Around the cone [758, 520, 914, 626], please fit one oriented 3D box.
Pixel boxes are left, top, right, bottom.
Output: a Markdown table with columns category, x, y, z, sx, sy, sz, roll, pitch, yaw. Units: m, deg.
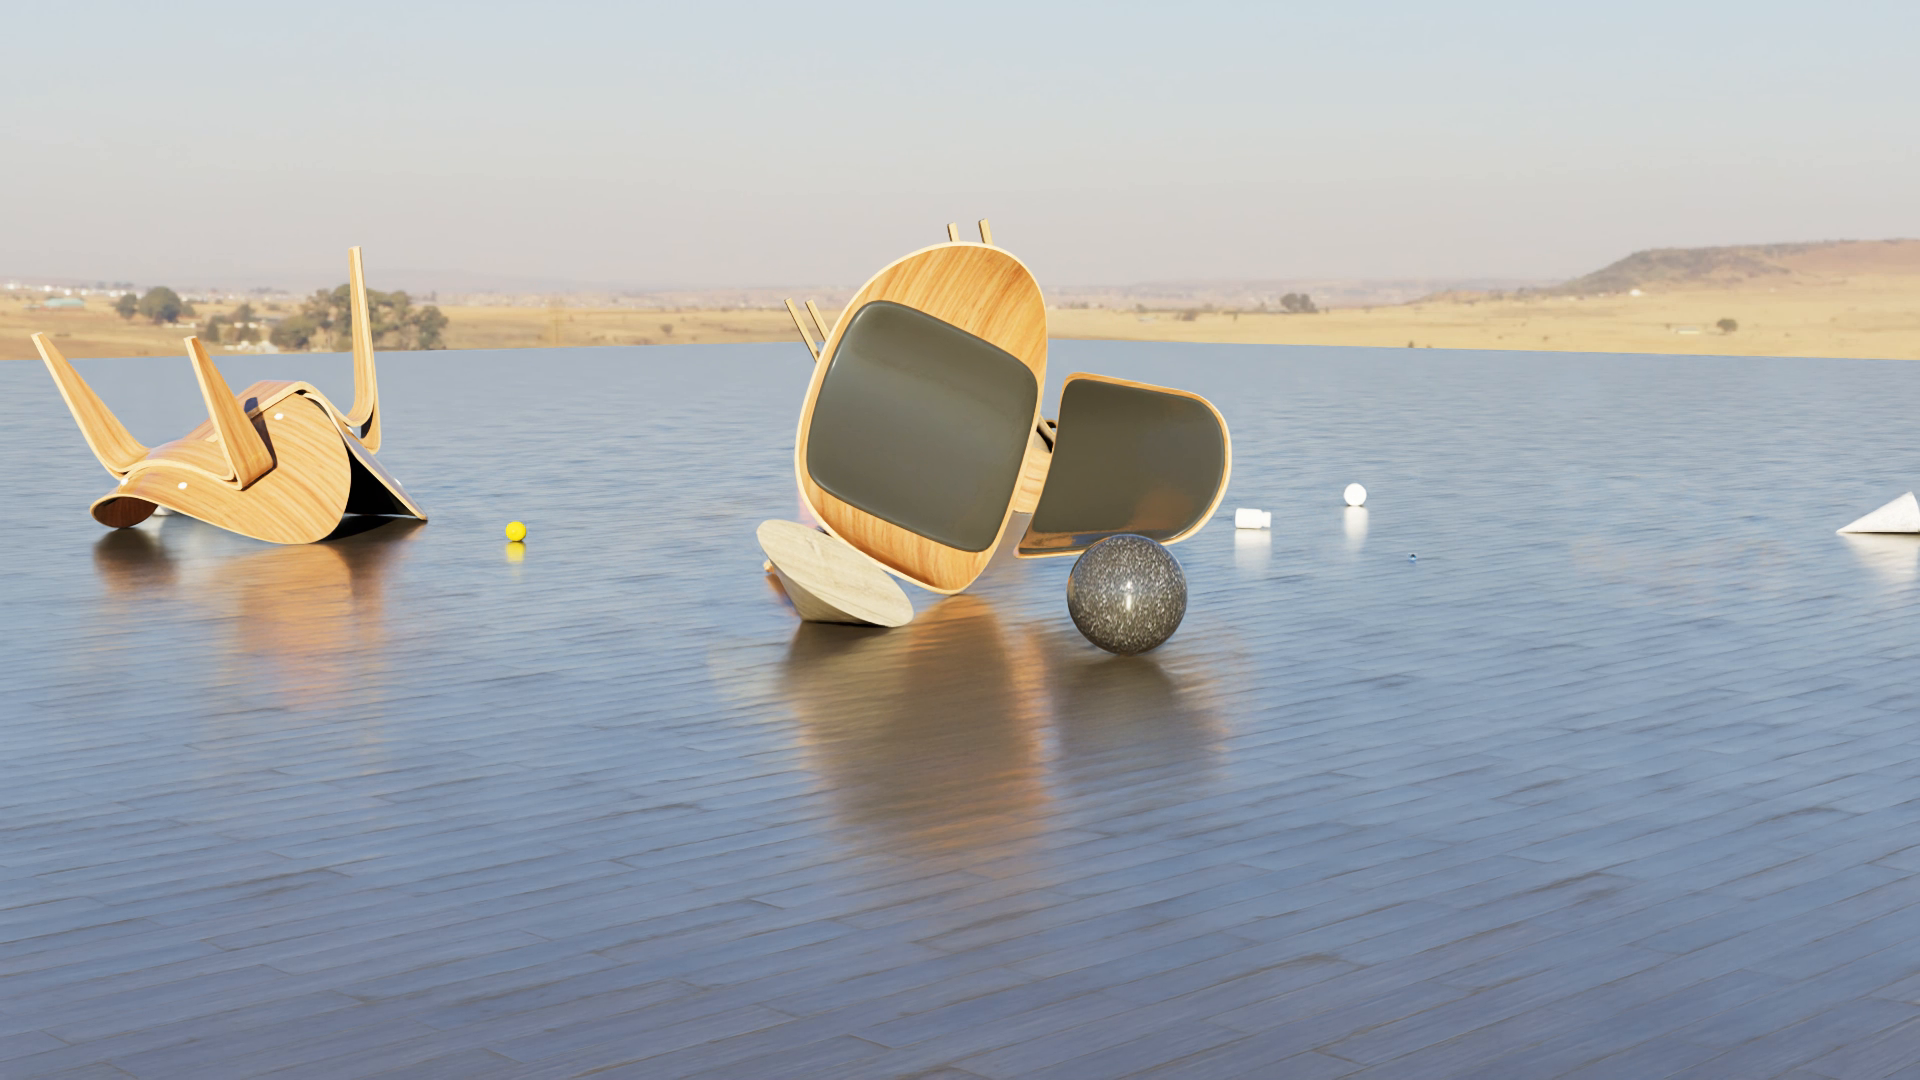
| category | x | y | z | sx | sy | sz | roll | pitch | yaw |
| --- | --- | --- | --- | --- | --- | --- | --- | --- | --- |
| cone | -0.268 | 0.109 | 4.884 | 0.353 | 0.121 | 0.297 | 24 | 22 | -31 |

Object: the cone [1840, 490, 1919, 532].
| category | x | y | z | sx | sy | sz | roll | pitch | yaw |
| --- | --- | --- | --- | --- | --- | --- | --- | --- | --- |
| cone | 2.351 | -0.046 | 6.594 | 0.201 | 0.104 | 0.140 | -18 | -23 | 10 |

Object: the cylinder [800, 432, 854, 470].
| category | x | y | z | sx | sy | sz | roll | pitch | yaw |
| --- | --- | --- | --- | --- | --- | --- | --- | --- | --- |
| cylinder | -0.454 | -0.302 | 8.744 | 0.181 | 0.113 | 0.167 | 0 | 29 | -2 |

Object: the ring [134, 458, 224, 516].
| category | x | y | z | sx | sy | sz | roll | pitch | yaw |
| --- | --- | --- | --- | --- | --- | --- | --- | --- | --- |
| ring | -2.185 | -0.149 | 7.177 | 0.244 | 0.144 | 0.386 | -1 | 6 | -23 |

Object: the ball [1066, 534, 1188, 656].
| category | x | y | z | sx | sy | sz | roll | pitch | yaw |
| --- | --- | --- | --- | --- | --- | --- | --- | --- | --- |
| ball | 0.291 | 0.094 | 4.463 | 0.212 | 0.212 | 0.212 | 0 | 6 | 0 |
